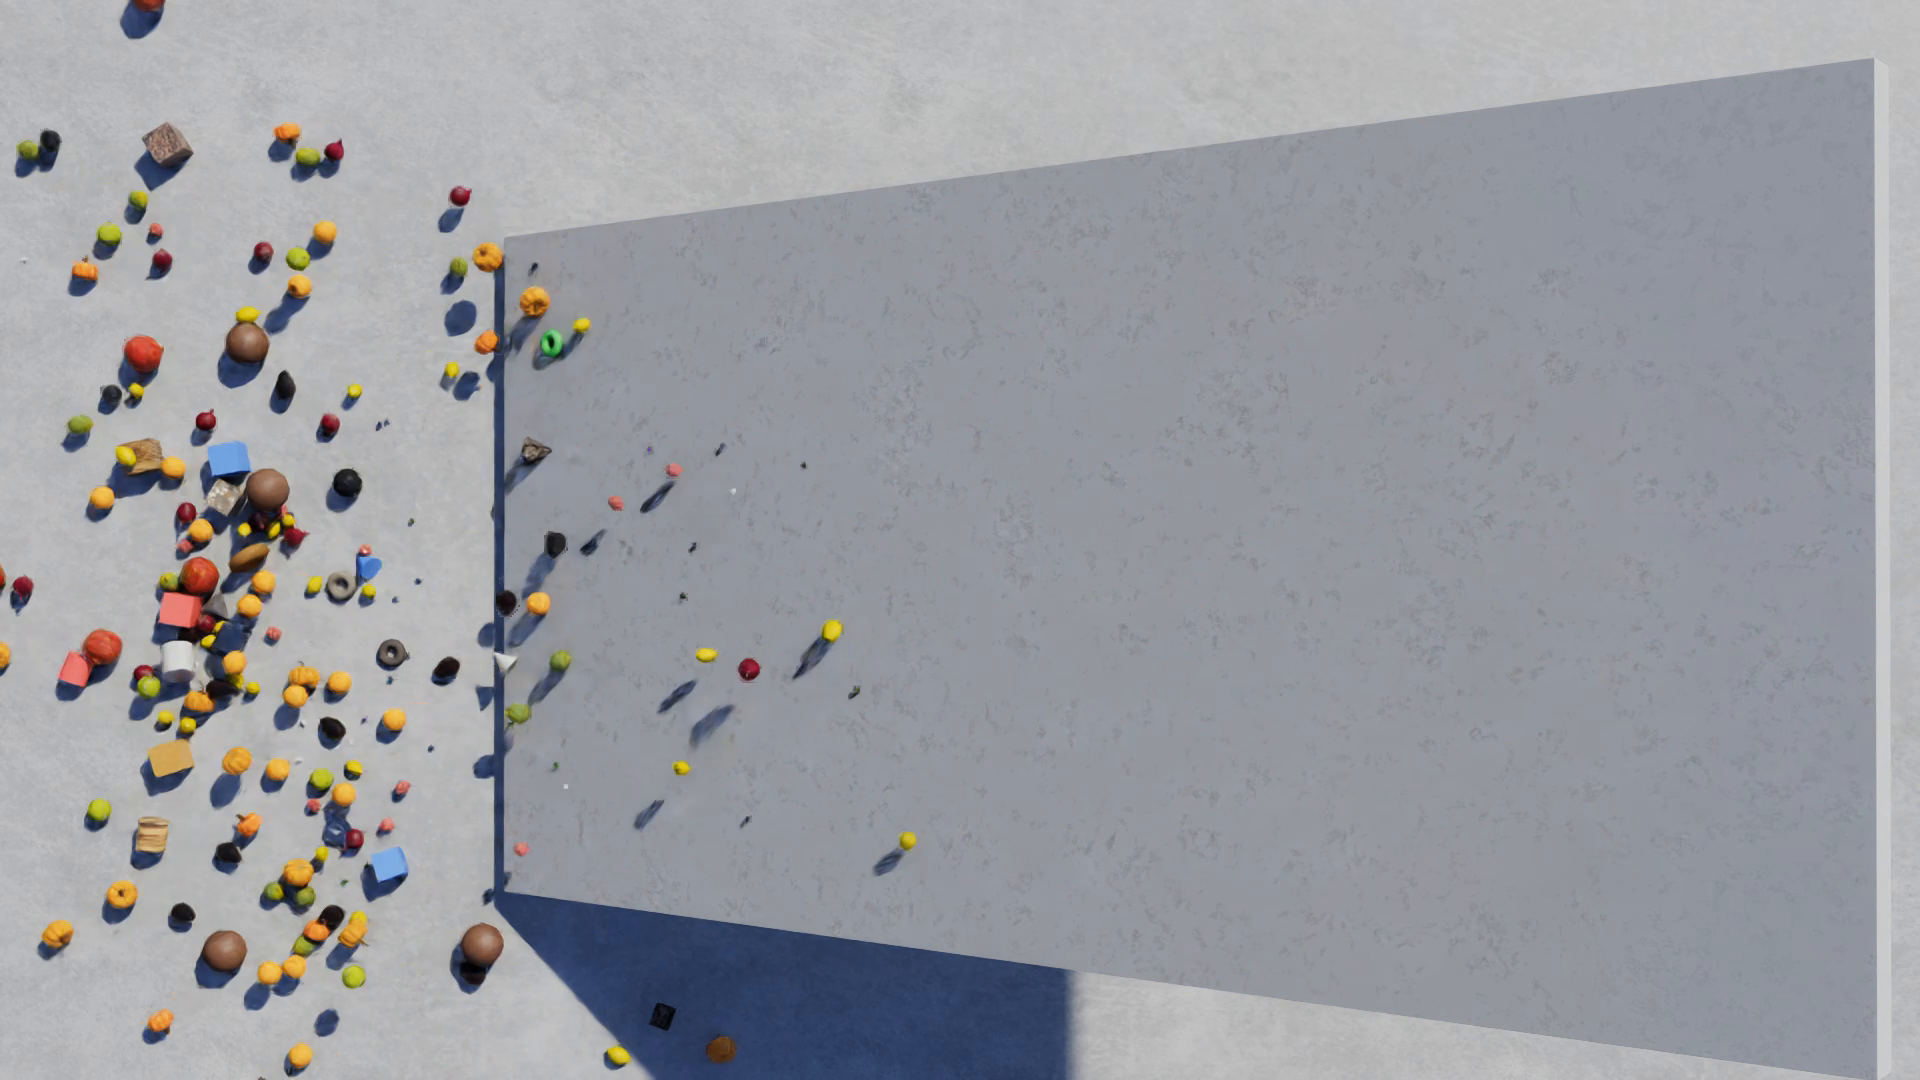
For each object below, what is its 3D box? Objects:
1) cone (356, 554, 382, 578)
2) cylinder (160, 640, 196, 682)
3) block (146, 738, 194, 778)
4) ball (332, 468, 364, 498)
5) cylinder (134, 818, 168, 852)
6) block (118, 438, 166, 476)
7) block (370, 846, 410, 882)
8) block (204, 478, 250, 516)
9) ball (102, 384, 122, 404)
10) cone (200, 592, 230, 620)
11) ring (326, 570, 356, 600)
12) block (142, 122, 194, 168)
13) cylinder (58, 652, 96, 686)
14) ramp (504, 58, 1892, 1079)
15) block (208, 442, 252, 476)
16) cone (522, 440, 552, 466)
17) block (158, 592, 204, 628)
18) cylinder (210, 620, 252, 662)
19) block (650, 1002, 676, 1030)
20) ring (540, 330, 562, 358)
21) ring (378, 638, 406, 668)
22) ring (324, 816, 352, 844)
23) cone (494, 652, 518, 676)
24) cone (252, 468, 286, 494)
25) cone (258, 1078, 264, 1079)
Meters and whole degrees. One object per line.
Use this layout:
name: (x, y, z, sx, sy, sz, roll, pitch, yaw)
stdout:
cone: (-1.838, 0.066, 6.781, 0.077, 0.077, 0.077, 38, 90, 27)
cylinder: (-2.389, 0.372, 6.718, 0.097, 0.097, 0.097, -14, 65, 0)
block: (-2.421, 0.668, 6.748, 0.092, 0.092, 0.092, -17, 90, 0)
ball: (-1.880, -0.175, 6.756, 0.090, 0.090, 0.090, 0, 90, 0)
cylinder: (-2.479, 0.904, 6.745, 0.088, 0.088, 0.088, 9, 94, 0)
block: (-2.513, -0.253, 6.753, 0.095, 0.095, 0.095, -12, 90, 0)
block: (-1.745, 0.994, 6.735, 0.084, 0.084, 0.084, -19, 83, -7)
block: (-2.253, -0.130, 6.758, 0.084, 0.084, 0.084, 32, 90, 0)
ball: (-2.612, -0.448, 6.772, 0.060, 0.060, 0.060, 0, 90, 0)
cone: (-2.278, 0.222, 6.779, 0.083, 0.083, 0.083, -38, 116, 0)
ring: (-1.907, 0.140, 6.782, 0.093, 0.031, 0.093, 0, 93, 4)
block: (-2.435, -1.213, 6.761, 0.094, 0.094, 0.094, -32, 90, 0)
cylinder: (-2.712, 0.396, 6.755, 0.082, 0.082, 0.082, 21, 90, 0)
ramp: (0.229, 0.064, 5.547, 4.000, 0.100, 2.000, 0, 89, 37)
block: (-2.245, -0.248, 6.755, 0.091, 0.091, 0.091, -10, 90, 0)
cone: (-1.257, -0.269, 6.595, 0.083, 0.083, 0.083, -11, 90, 25)
block: (-2.389, 0.213, 6.751, 0.094, 0.094, 0.094, 10, 90, 0)
cylinder: (-2.236, 0.309, 6.745, 0.092, 0.092, 0.092, 29, 98, 0)
block: (-0.914, 1.464, 6.759, 0.060, 0.060, 0.060, 20, 90, 0)
ring: (-1.221, -0.588, 6.576, 0.083, 0.028, 0.083, -1, 89, 36)
ring: (-1.752, 0.349, 6.782, 0.087, 0.029, 0.087, 0, 88, 4)
ring: (-1.920, 0.896, 6.778, 0.087, 0.029, 0.087, 0, 93, 1)
cone: (-1.386, 0.362, 6.651, 0.072, 0.072, 0.072, 41, 90, 0)
cone: (-2.121, -0.162, 6.780, 0.088, 0.088, 0.088, 27, 90, -27)
cone: (-2.150, 1.700, 6.703, 0.086, 0.086, 0.086, -35, 90, 1)
